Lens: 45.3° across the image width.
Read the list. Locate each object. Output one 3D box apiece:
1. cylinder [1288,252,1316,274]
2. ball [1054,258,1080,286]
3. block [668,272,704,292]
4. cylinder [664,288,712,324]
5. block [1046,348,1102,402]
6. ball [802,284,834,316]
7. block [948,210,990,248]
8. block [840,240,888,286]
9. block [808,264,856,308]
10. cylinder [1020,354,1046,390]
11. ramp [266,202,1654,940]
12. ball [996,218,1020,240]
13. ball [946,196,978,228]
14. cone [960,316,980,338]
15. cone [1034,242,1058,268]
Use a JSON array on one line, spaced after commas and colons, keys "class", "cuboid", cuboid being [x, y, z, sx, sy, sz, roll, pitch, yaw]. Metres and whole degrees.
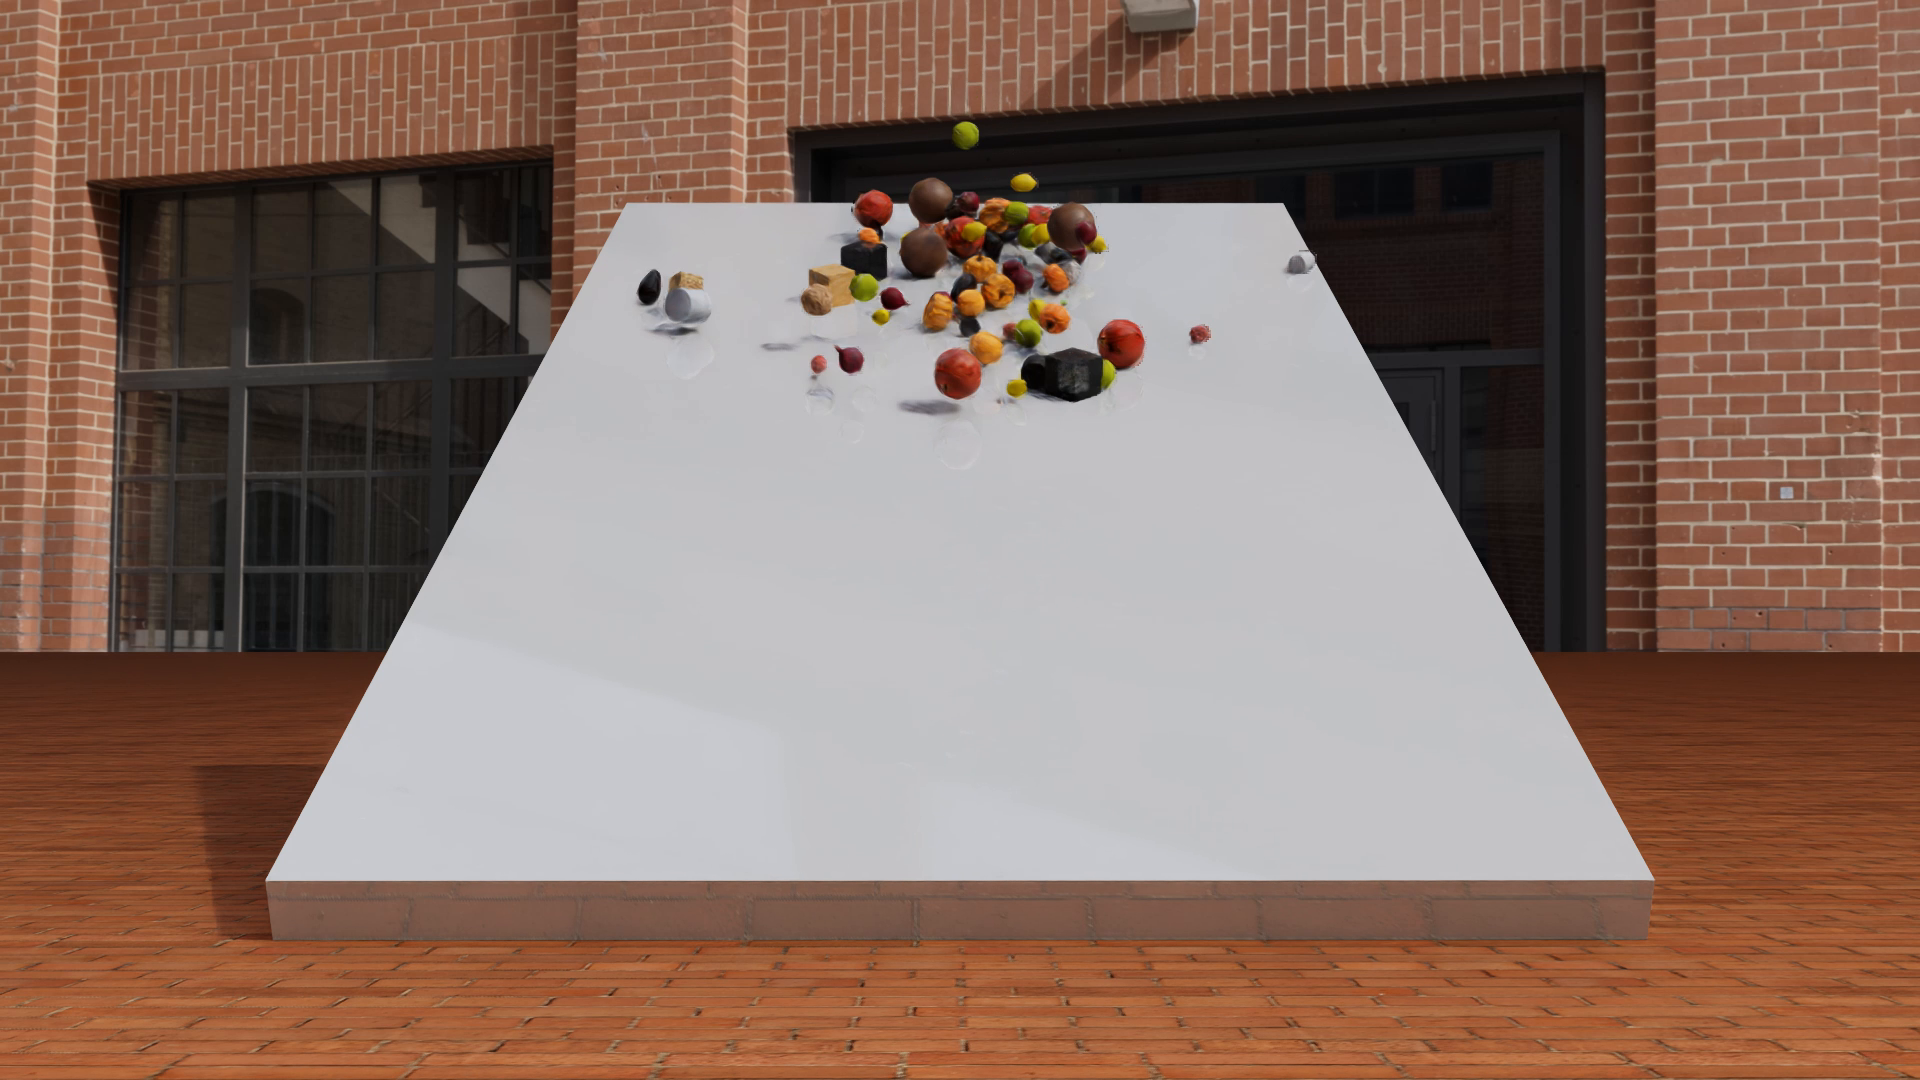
[{"class": "cylinder", "cuboid": [0.935, -0.759, 6.291, 0.053, 0.053, 0.053, -2, 16, 39]}, {"class": "ball", "cuboid": [0.288, -0.719, 6.167, 0.072, 0.072, 0.072, 0, -3, 0]}, {"class": "block", "cuboid": [-0.703, -0.642, 5.893, 0.064, 0.064, 0.064, 12, -16, -31]}, {"class": "cylinder", "cuboid": [-0.680, -0.585, 5.754, 0.085, 0.085, 0.085, -2, 1, 32]}, {"class": "block", "cuboid": [0.263, -0.382, 5.318, 0.092, 0.092, 0.092, -20, 30, -40]}, {"class": "ball", "cuboid": [-0.346, -0.582, 5.586, 0.079, 0.079, 0.079, 0, -3, 0]}, {"class": "block", "cuboid": [0.025, -0.890, 6.551, 0.082, 0.082, 0.082, -16, 38, -35]}, {"class": "block", "cuboid": [-0.258, -0.749, 6.212, 0.091, 0.091, 0.091, 14, 26, 30]}, {"class": "block", "cuboid": [-0.334, -0.663, 6.008, 0.087, 0.087, 0.087, -17, 28, -35]}, {"class": "cylinder", "cuboid": [0.176, -0.394, 5.382, 0.065, 0.065, 0.065, 0, 22, 8]}, {"class": "ramp", "cuboid": [-0.007, -0.222, 5.180, 2.000, 0.100, 4.000, 0, 22, 0]}, {"class": "ball", "cuboid": [0.138, -0.891, 6.591, 0.068, 0.068, 0.068, 0, -3, 0]}, {"class": "ball", "cuboid": [0.005, -0.921, 6.446, 0.089, 0.089, 0.089, 0, -3, 0]}, {"class": "cone", "cuboid": [0.021, -0.529, 5.765, 0.052, 0.052, 0.052, 0, -5, -7]}, {"class": "cone", "cuboid": [0.250, -0.769, 6.308, 0.074, 0.074, 0.074, -24, -8, -4]}]
